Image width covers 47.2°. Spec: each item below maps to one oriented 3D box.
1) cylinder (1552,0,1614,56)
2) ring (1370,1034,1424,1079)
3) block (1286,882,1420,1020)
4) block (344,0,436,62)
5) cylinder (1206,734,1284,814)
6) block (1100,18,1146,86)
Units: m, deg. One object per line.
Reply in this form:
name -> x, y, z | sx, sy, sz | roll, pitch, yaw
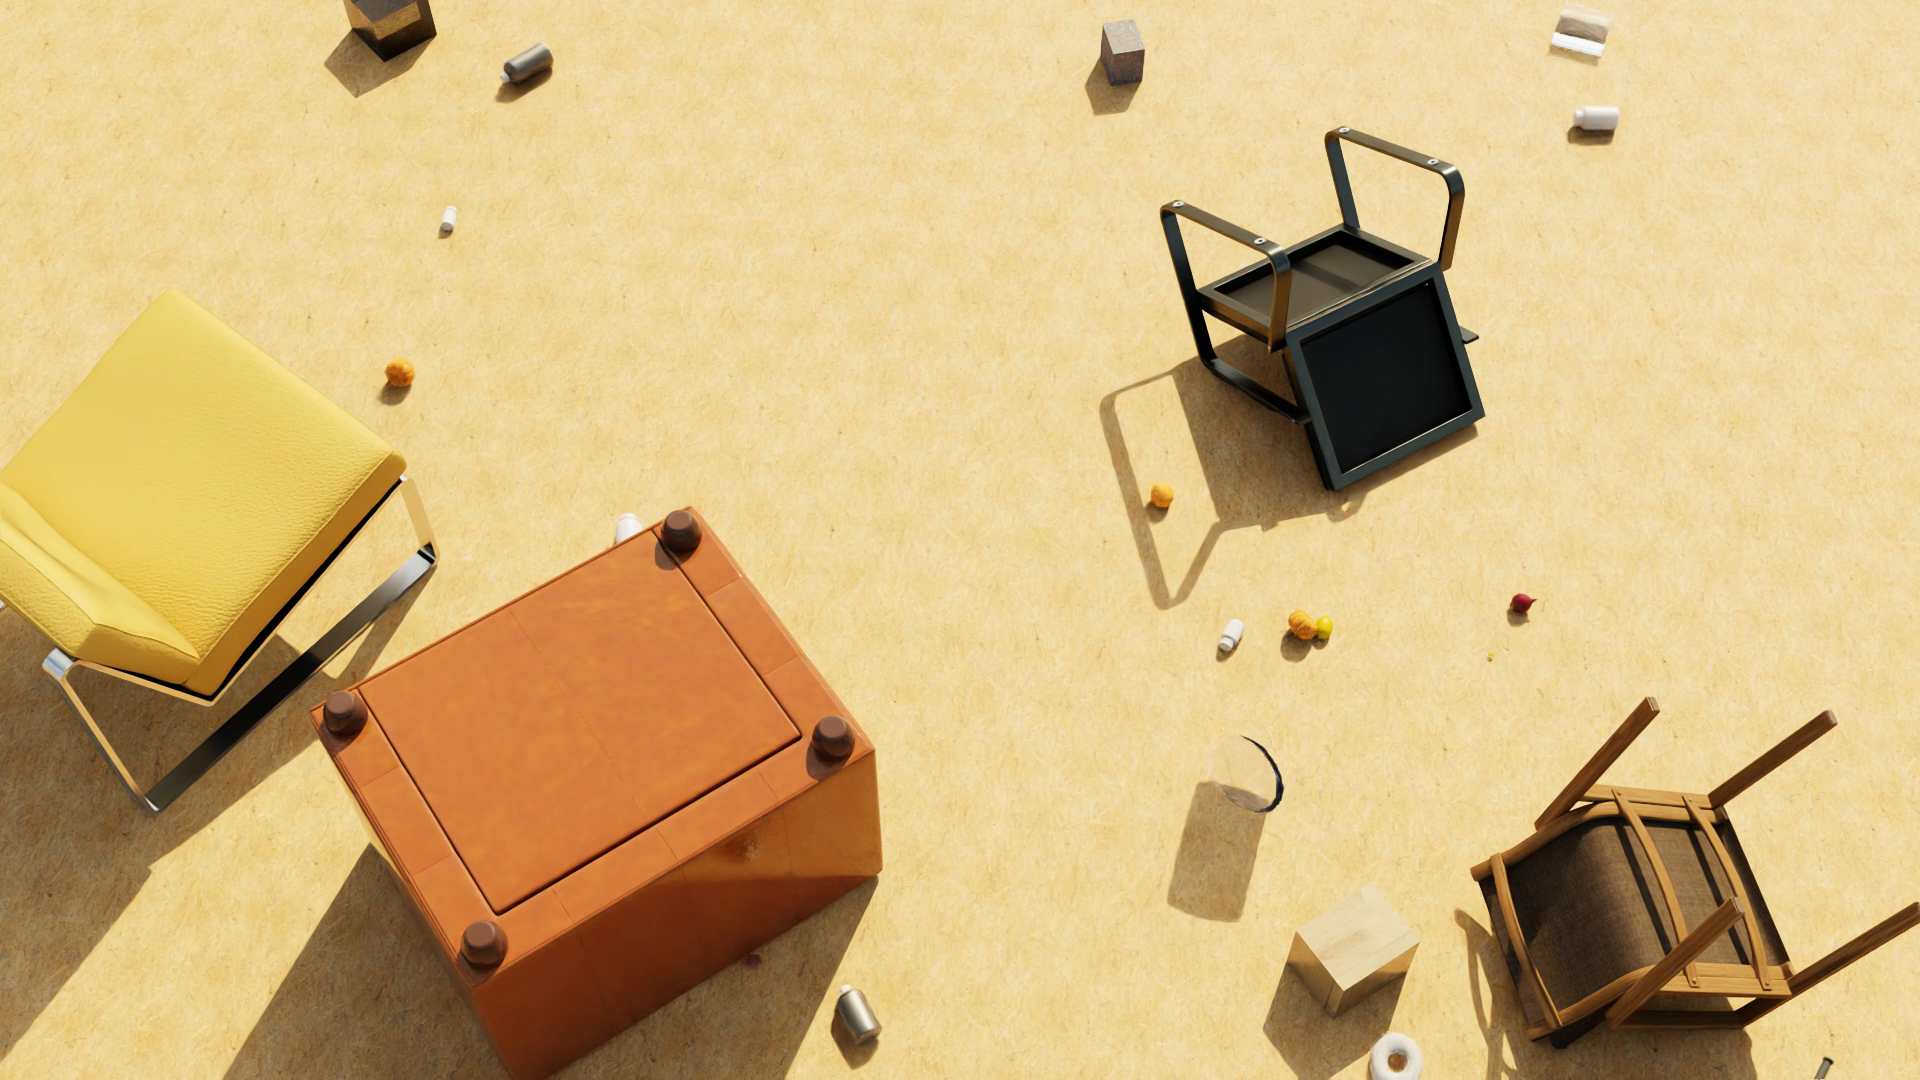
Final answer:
cylinder -> 2.190, -1.799, 7.734 | 0.176, 0.072, 0.192 | 17, 67, 11
ring -> 1.120, 1.342, 5.643 | 0.136, 0.043, 0.161 | 4, 56, 10
block -> 1.024, 1.072, 5.736 | 0.251, 0.197, 0.197 | -28, 61, -18
block -> -2.001, -1.849, 7.706 | 0.218, 0.180, 0.220 | -35, 63, -21
cylinder -> 0.769, 0.629, 5.959 | 0.152, 0.252, 0.232 | -36, 85, -1
block -> 0.563, -1.689, 7.617 | 0.112, 0.150, 0.153 | -10, 57, -7
